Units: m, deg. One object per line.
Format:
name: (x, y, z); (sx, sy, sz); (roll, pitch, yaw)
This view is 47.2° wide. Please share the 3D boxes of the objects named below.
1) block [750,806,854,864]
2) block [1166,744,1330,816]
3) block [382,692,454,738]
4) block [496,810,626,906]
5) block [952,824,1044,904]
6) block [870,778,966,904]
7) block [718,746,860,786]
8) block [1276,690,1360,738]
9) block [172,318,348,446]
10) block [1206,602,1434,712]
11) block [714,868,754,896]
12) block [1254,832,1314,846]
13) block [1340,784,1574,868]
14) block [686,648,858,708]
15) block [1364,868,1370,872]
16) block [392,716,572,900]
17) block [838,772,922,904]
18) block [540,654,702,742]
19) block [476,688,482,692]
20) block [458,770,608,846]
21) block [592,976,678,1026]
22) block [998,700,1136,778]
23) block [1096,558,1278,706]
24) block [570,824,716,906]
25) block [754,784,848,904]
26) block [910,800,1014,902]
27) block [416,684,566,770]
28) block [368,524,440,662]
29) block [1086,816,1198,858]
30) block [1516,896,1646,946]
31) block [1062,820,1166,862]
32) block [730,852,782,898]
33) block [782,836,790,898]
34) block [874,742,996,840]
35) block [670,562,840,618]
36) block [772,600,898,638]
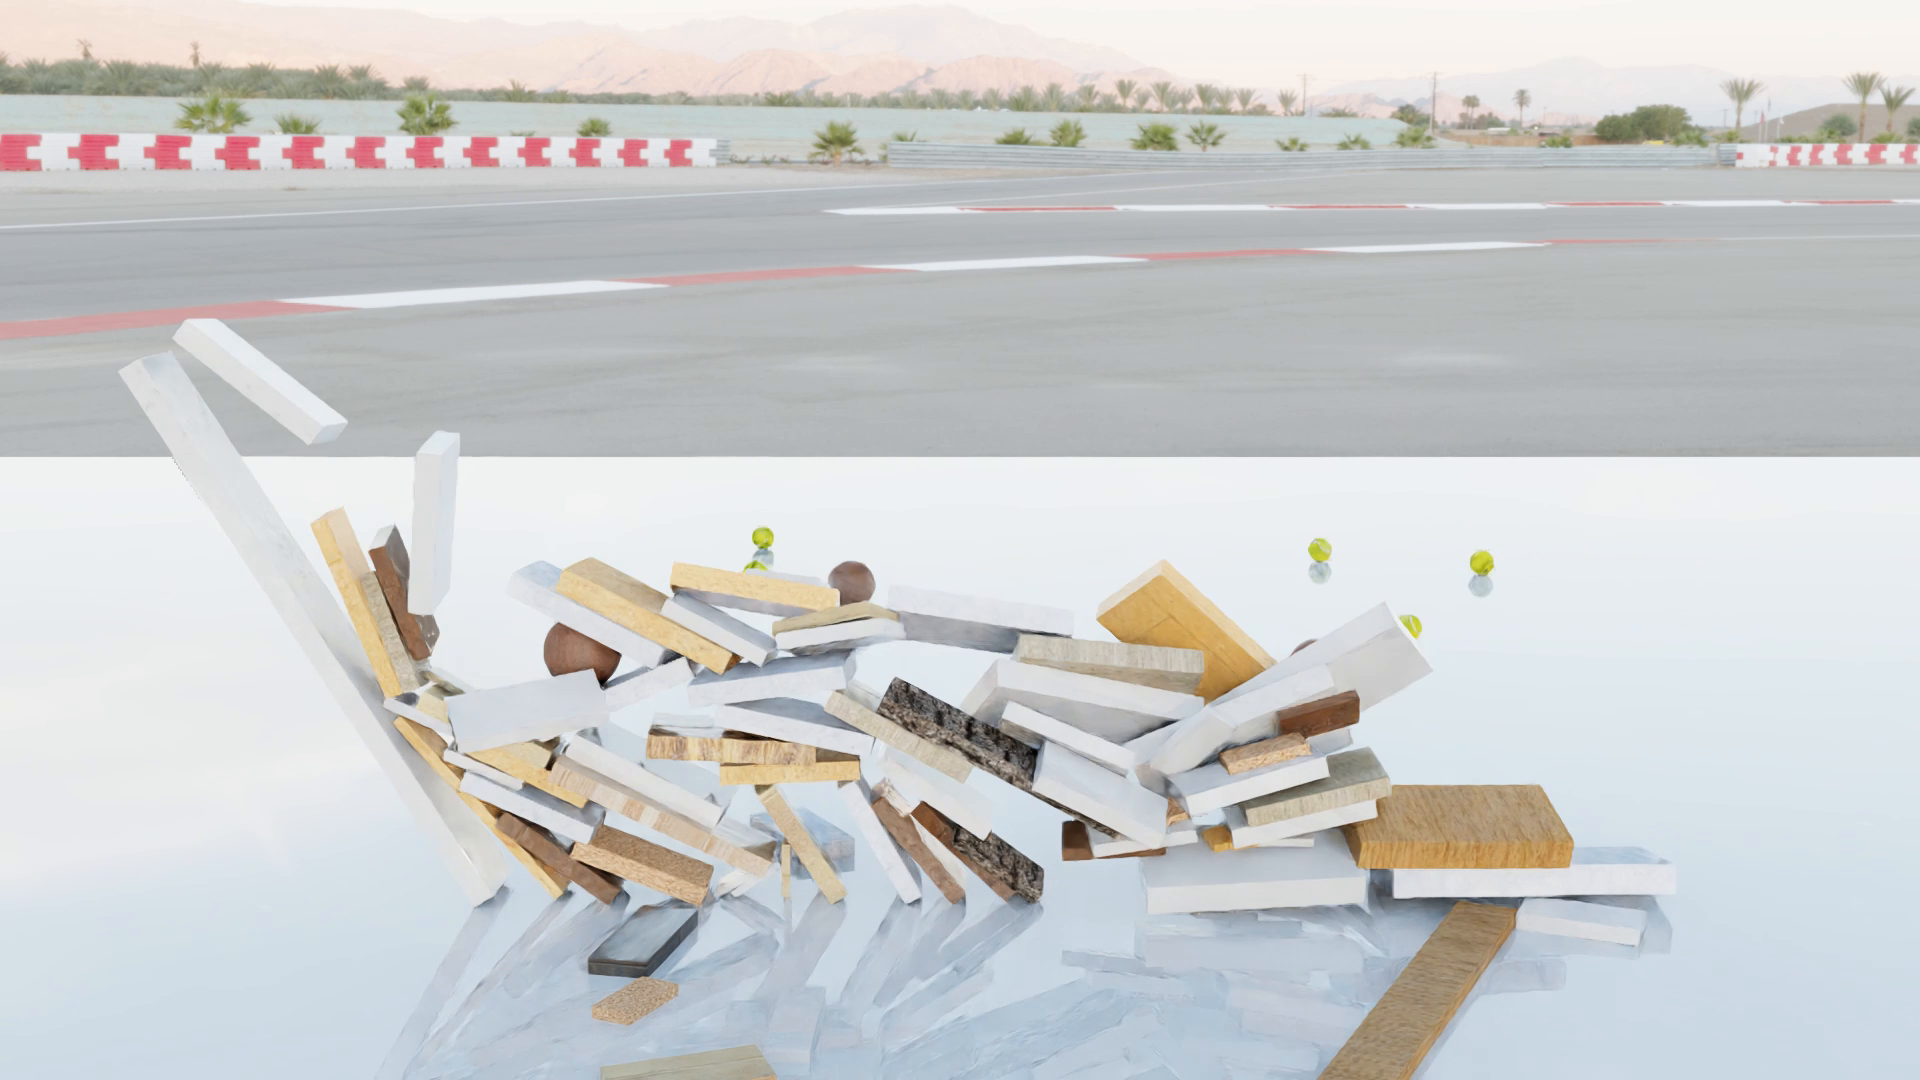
block: (-0.284, 0.526, 3.931); (0.107, 0.030, 0.213); (-6, 12, -28)
block: (0.465, 0.382, 3.561); (0.236, 0.033, 0.118); (-15, 12, -7)
block: (-0.878, 0.286, 3.630); (0.137, 0.019, 0.068); (24, 10, -3)
block: (-0.658, 0.511, 3.651); (0.228, 0.032, 0.114); (36, 8, -6)
block: (0.064, 0.526, 3.636); (0.169, 0.024, 0.085); (37, 19, -9)
block: (-0.068, 0.498, 3.654); (0.030, 0.215, 0.108); (-38, 8, 7)
block: (-0.279, 0.368, 3.623); (0.227, 0.032, 0.113); (-2, 11, -2)
block: (0.589, 0.292, 3.618); (0.136, 0.068, 0.019); (-15, 47, -5)
block: (-1.119, -0.255, 3.526); (0.270, 0.038, 0.135); (38, 6, -3)
block: (0.605, 0.253, 3.718); (0.357, 0.179, 0.051); (-32, 48, 13)
block: (-0.362, 0.558, 3.663); (0.094, 0.013, 0.047); (-31, 10, 13)
block: (0.528, 0.478, 3.592); (0.097, 0.014, 0.049); (0, 33, 5)
block: (0.807, 0.468, 3.614); (0.350, 0.050, 0.175); (1, 26, -5)
block: (-0.302, 0.223, 3.559); (0.256, 0.036, 0.128); (-8, 10, 8)
block: (0.685, 0.527, 3.667); (0.133, 0.019, 0.067); (-34, 3, 20)
block: (-0.791, 0.435, 3.649); (0.019, 0.397, 0.068); (-40, 6, 9)
block: (-0.133, 0.485, 3.650); (0.032, 0.227, 0.113); (-29, 11, 3)
block: (-0.564, 0.252, 3.632); (0.271, 0.038, 0.135); (-23, 5, 1)
block: (-0.755, 0.277, 3.588); (0.094, 0.013, 0.047); (26, 24, 5)
block: (-0.703, 0.428, 3.634); (0.228, 0.032, 0.114); (24, 10, -1)
block: (-0.471, 0.669, 3.194); (0.064, 0.018, 0.128); (5, 12, 26)
block: (0.171, 0.333, 3.584); (0.221, 0.031, 0.111); (22, -21, 3)
block: (0.397, 0.180, 3.765); (0.154, 0.309, 0.044); (-37, 20, 33)
block: (-0.525, 0.535, 3.653); (0.228, 0.032, 0.114); (22, 10, -4)
block: (-0.267, 0.488, 3.643); (0.032, 0.227, 0.113); (-33, 15, -3)
block: (0.021, 0.506, 3.684); (0.215, 0.030, 0.108); (42, 19, 6)
block: (-0.770, 0.303, 3.620); (0.229, 0.033, 0.115); (26, 7, -1)
block: (-0.910, 0.086, 3.605); (0.029, 0.204, 0.102); (-16, 21, 2)
block: (0.295, 0.472, 3.588); (0.169, 0.024, 0.085); (-8, 27, -3)
block: (0.991, 0.606, 3.508); (0.188, 0.027, 0.094); (5, 11, 24)
block: (0.253, 0.490, 3.620); (0.169, 0.024, 0.085); (-4, 26, 6)
block: (-0.339, 0.559, 3.665); (0.094, 0.013, 0.047); (-33, 11, 1)
block: (-0.289, 0.544, 3.659); (0.013, 0.094, 0.047); (-1, 11, -5)
block: (-0.039, 0.407, 3.634); (0.215, 0.030, 0.108); (34, 12, -5)
block: (-0.340, 0.091, 3.661); (0.275, 0.039, 0.137); (10, -12, -1)
block: (-0.205, 0.141, 3.613); (0.186, 0.026, 0.093); (-13, -22, 28)
